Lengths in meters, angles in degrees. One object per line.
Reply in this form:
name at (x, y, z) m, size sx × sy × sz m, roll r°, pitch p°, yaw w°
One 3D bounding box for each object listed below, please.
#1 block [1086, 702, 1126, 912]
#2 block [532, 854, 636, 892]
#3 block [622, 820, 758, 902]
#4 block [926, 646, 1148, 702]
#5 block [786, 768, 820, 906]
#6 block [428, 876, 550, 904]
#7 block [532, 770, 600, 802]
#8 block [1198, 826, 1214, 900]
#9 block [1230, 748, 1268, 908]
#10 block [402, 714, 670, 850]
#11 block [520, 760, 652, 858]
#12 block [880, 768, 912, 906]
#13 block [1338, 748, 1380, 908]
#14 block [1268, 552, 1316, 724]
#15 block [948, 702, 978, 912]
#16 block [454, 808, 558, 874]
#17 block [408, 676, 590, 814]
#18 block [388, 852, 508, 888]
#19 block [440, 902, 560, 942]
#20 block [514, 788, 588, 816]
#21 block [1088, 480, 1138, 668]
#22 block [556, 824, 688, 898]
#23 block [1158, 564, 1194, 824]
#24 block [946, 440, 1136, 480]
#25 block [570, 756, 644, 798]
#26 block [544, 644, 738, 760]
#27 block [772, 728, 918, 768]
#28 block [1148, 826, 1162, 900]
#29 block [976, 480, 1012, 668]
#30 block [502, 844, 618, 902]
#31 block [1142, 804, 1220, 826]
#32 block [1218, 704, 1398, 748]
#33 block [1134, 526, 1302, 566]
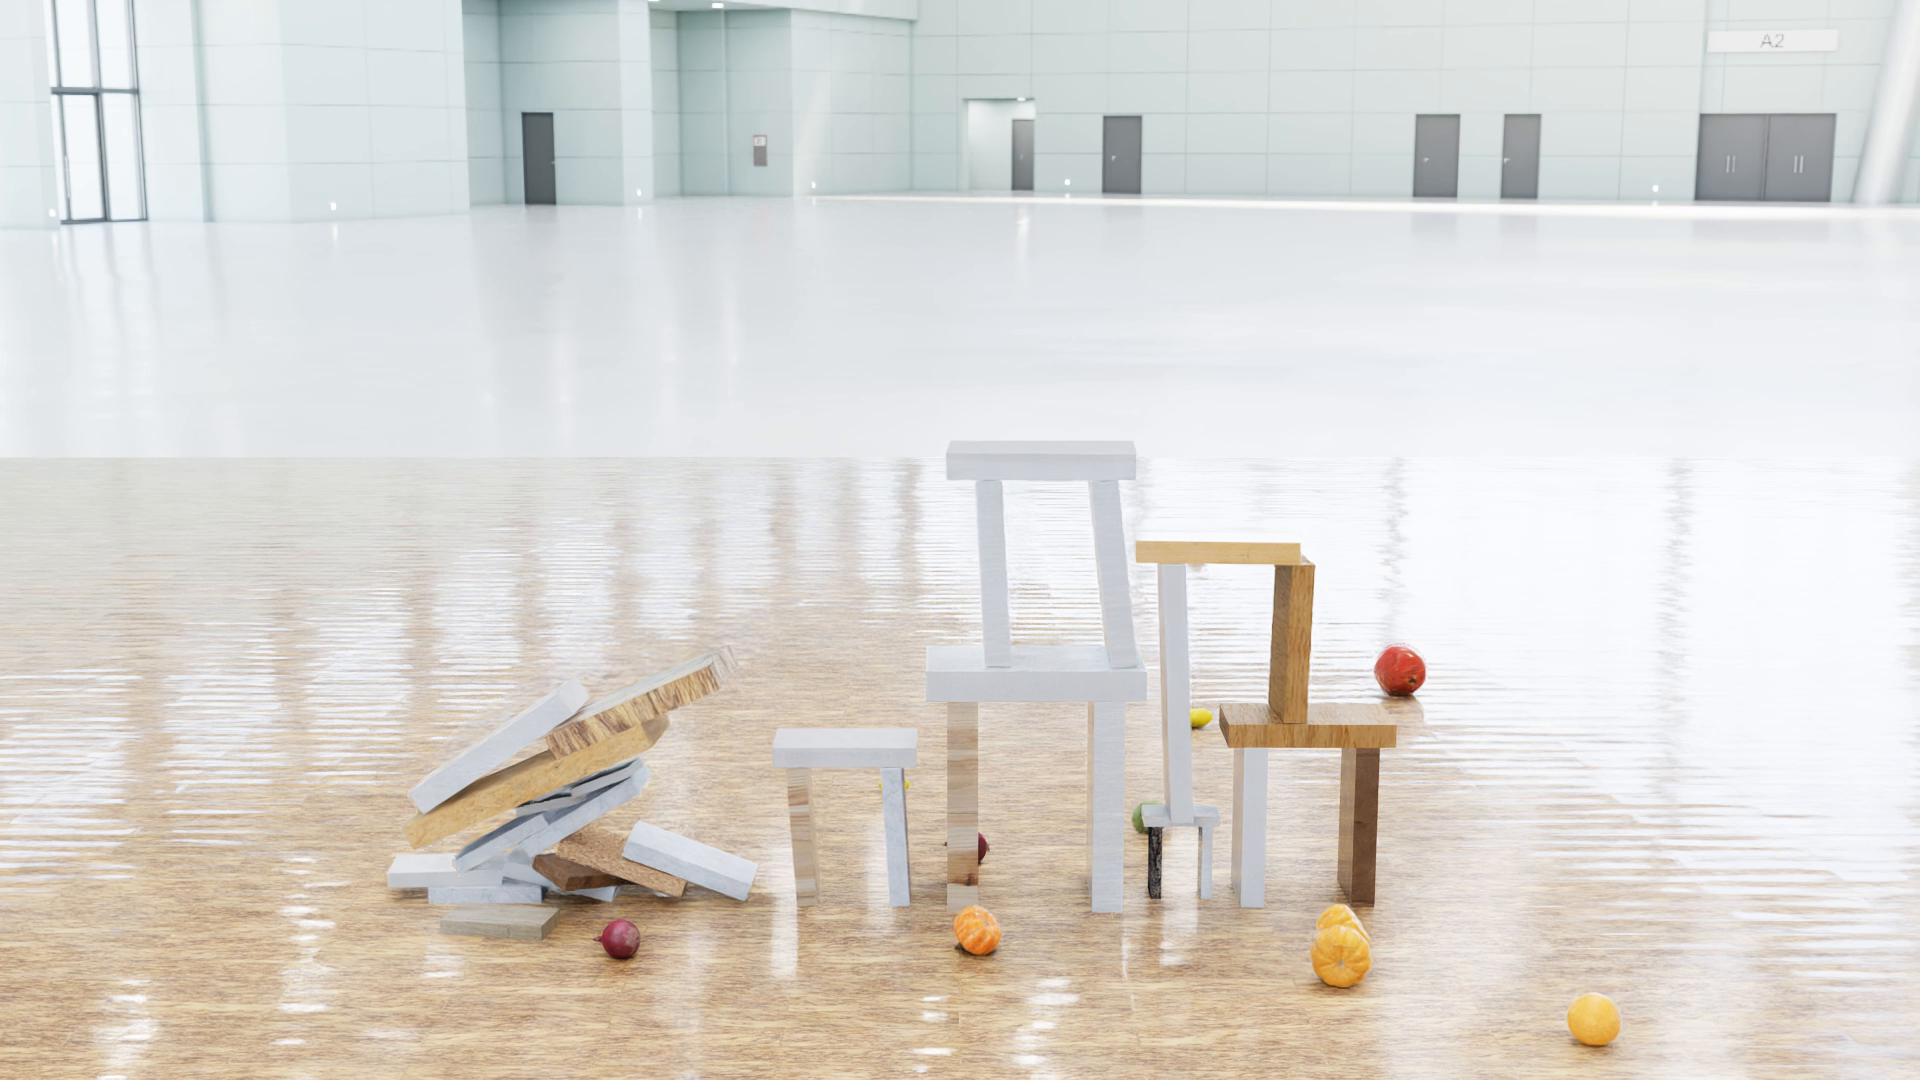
block at (0.240, 0.416, 3.636) m, size 0.050 × 0.354 × 0.177 m, roll 0°, pitch 11°, yaw 0°
block at (-0.604, 0.544, 3.641) m, size 0.084 × 0.024 × 0.203 m, roll 26°, pitch 12°, yaw 34°
block at (-0.448, 0.533, 3.660) m, size 0.216 × 0.031 × 0.108 m, roll 21°, pitch 10°, yaw -3°
block at (0.122, 0.218, 3.599) m, size 0.354 × 0.050 × 0.177 m, roll 0°, pitch 11°, yaw 0°
block at (-0.260, 0.475, 3.645) m, size 0.033 × 0.234 × 0.117 m, roll -4°, pitch 11°, yaw 0°
block at (-0.782, 0.577, 3.666) m, size 0.185 × 0.026 × 0.093 m, roll 0°, pitch 11°, yaw 0°
block at (-0.647, 0.396, 3.614) m, size 0.113 × 0.016 × 0.056 m, roll -24°, pitch 7°, yaw 8°
block at (0.408, 0.528, 3.662) m, size 0.018 × 0.125 × 0.063 m, roll 0°, pitch 11°, yaw 0°
block at (0.479, 0.457, 3.645) m, size 0.038 × 0.271 × 0.135 m, roll 0°, pitch 11°, yaw 0°
block at (-0.692, 0.386, 3.610) m, size 0.435 × 0.042 × 0.149 m, roll -24°, pitch 8°, yaw 8°
block at (-0.617, 0.443, 3.635) m, size 0.216 × 0.031 × 0.108 m, roll -31°, pitch 8°, yaw 9°
block at (-0.105, 0.475, 3.643) m, size 0.033 × 0.234 × 0.117 m, roll -3°, pitch 11°, yaw 1°
block at (0.660, 0.457, 3.645) m, size 0.038 × 0.271 × 0.135 m, roll 0°, pitch 11°, yaw 0°
block at (0.541, 0.156, 3.591) m, size 0.037 × 0.262 × 0.131 m, roll 1°, pitch 10°, yaw -4°
block at (0.004, 0.416, 3.636) m, size 0.050 × 0.354 × 0.177 m, roll 0°, pitch 11°, yaw 0°
block at (-0.750, 0.489, 3.636) m, size 0.168 × 0.024 × 0.084 m, roll -29°, pitch 8°, yaw 5°
block at (-0.761, 0.338, 3.643) m, size 0.299 × 0.042 × 0.149 m, roll -33°, pitch 6°, yaw 4°
block at (-0.852, 0.550, 3.667) m, size 0.185 × 0.026 × 0.093 m, roll -1°, pitch 10°, yaw -4°
block at (-0.732, 0.608, 3.507) m, size 0.168 × 0.024 × 0.084 m, roll 2°, pitch 11°, yaw 10°
block at (-0.672, 0.429, 3.623) m, size 0.113 × 0.016 × 0.056 m, roll -12°, pitch 9°, yaw 1°
block at (0.247, 0.042, 3.572) m, size 0.043 × 0.301 × 0.151 m, roll -6°, pitch 10°, yaw 1°
block at (-0.555, 0.529, 3.658) m, size 0.216 × 0.031 × 0.108 m, roll 19°, pitch 10°, yaw -2°
block at (0.352, 0.239, 3.603) m, size 0.037 × 0.428 × 0.131 m, roll -3°, pitch 11°, yaw 1°
block at (0.132, -0.129, 3.550) m, size 0.302 × 0.043 × 0.151 m, roll 0°, pitch 11°, yaw 3°
block at (-0.576, 0.387, 3.584) m, size 0.112 × 0.016 × 0.056 m, roll -21°, pitch 8°, yaw 18°
block at (-0.515, 0.262, 3.575) m, size 0.299 × 0.042 × 0.149 m, roll -24°, pitch 8°, yaw 9°
block at (-0.188, 0.342, 3.622) m, size 0.234 × 0.033 × 0.117 m, roll 0°, pitch 11°, yaw 0°
block at (0.325, 0.528, 3.662) m, size 0.018 × 0.125 × 0.063 m, roll 0°, pitch 11°, yaw 0°
block at (0.054, 0.042, 3.578) m, size 0.043 × 0.301 × 0.151 m, roll -3°, pitch 10°, yaw 1°
block at (-0.662, 0.554, 3.664) m, size 0.185 × 0.026 × 0.093 m, roll 14°, pitch 10°, yaw -4°
block at (0.366, 0.458, 3.649) m, size 0.125 × 0.018 × 0.063 m, roll 0°, pitch 11°, yaw 0°
block at (0.569, 0.305, 3.617) m, size 0.271 × 0.038 × 0.135 m, roll 0°, pitch 11°, yaw 0°
block at (0.415, 0.008, 3.565) m, size 0.262 × 0.037 × 0.131 m, roll 1°, pitch 11°, yaw 3°
